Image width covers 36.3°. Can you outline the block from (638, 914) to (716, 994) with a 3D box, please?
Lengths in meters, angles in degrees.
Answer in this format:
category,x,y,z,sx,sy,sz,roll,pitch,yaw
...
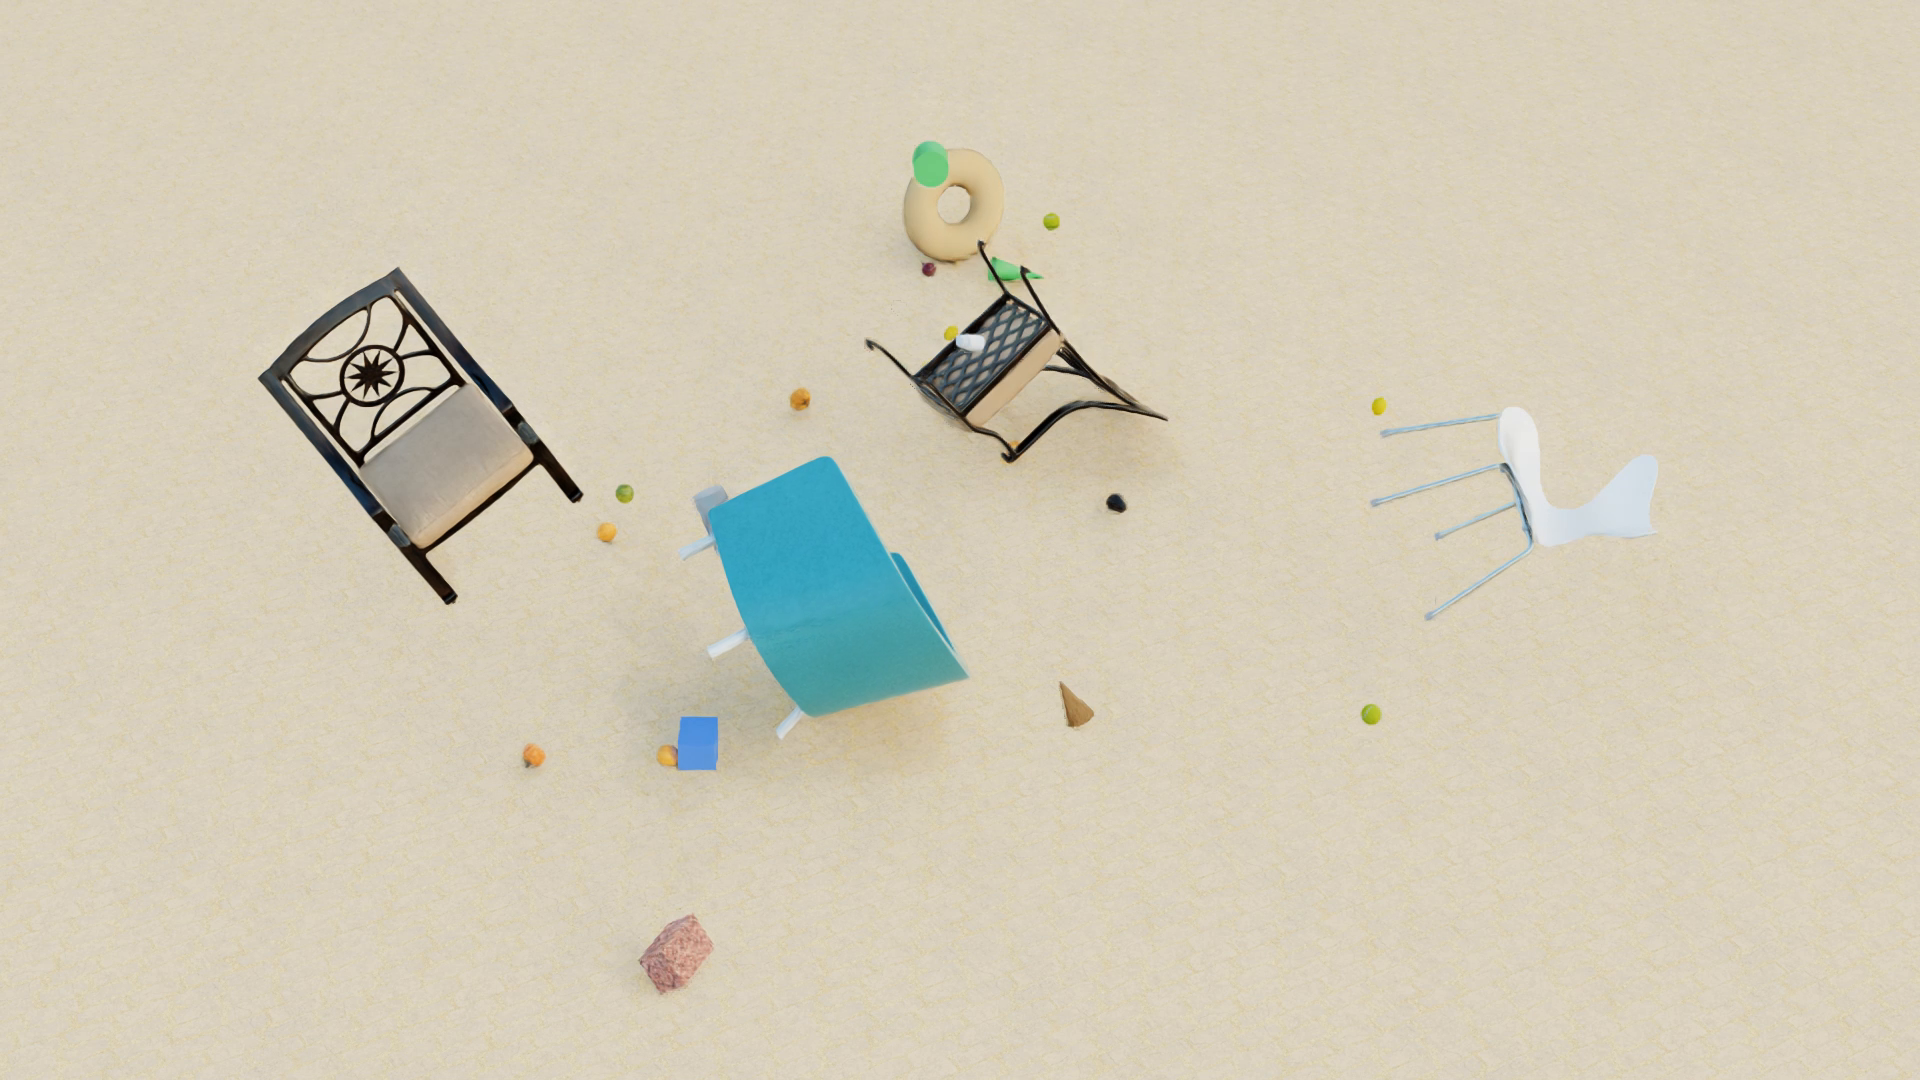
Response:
category,x,y,z,sx,sy,sz,roll,pitch,yaw
block,-0.851,1.244,8.823,0.099,0.127,0.209,-24,14,32

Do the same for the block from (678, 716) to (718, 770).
category,x,y,z,sx,sy,sz,roll,pitch,yaw
block,-0.876,0.682,9.814,0.123,0.105,0.157,0,33,0

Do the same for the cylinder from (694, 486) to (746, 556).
category,x,y,z,sx,sy,sz,roll,pitch,yaw
cylinder,-0.814,-0.066,9.951,0.109,0.219,0.085,-23,20,-3

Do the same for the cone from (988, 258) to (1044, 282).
category,x,y,z,sx,sy,sz,roll,pitch,yaw
cone,0.254,-1.146,12.605,0.241,0.106,0.151,8,2,-12

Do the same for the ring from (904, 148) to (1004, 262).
category,x,y,z,sx,sy,sz,roll,pitch,yaw
ring,-0.025,-1.461,12.773,0.443,0.514,0.129,30,-8,-15

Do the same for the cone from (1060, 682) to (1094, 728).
category,x,y,z,sx,sy,sz,roll,pitch,yaw
cone,0.375,0.542,9.948,0.100,0.164,0.095,-33,17,-7

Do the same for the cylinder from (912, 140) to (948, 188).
category,x,y,z,sx,sy,sz,roll,pitch,yaw
cylinder,-0.123,-1.582,12.335,0.150,0.155,0.175,-7,23,1
